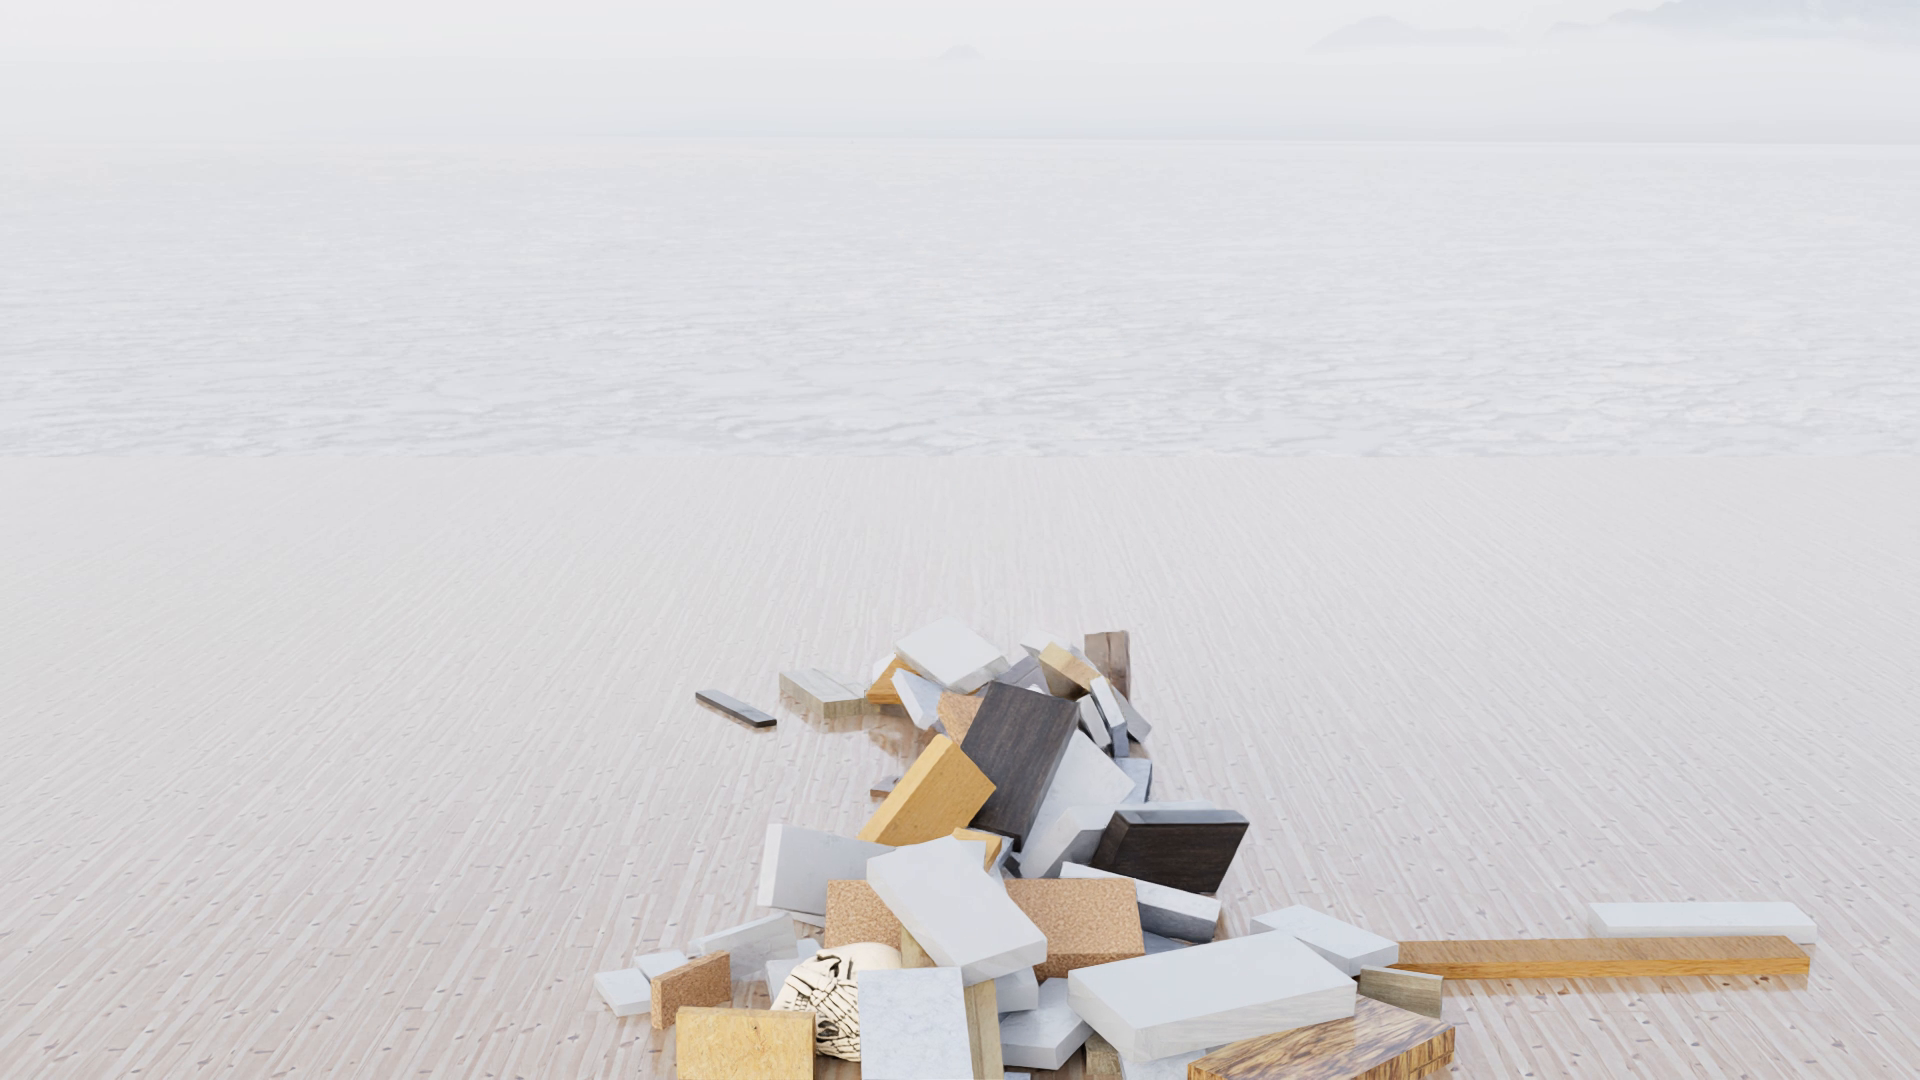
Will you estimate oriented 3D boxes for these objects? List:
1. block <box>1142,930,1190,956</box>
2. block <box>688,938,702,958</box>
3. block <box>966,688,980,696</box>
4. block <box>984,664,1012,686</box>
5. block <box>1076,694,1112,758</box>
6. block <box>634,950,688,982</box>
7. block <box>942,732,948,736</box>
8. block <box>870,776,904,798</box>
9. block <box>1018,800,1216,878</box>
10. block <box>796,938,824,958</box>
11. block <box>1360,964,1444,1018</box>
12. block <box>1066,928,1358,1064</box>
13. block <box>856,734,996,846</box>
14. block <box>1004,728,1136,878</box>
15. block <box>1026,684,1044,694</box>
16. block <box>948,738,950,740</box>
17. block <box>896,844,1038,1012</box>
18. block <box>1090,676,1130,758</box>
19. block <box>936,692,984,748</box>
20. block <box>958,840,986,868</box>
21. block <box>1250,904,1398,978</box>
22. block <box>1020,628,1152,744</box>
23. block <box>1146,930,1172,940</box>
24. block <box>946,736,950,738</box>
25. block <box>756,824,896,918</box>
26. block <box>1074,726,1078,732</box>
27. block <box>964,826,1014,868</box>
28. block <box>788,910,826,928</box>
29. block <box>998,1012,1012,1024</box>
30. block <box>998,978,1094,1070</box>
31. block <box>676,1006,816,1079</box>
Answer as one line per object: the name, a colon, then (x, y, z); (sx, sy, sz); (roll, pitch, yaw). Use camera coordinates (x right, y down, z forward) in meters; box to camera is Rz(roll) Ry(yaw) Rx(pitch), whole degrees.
block: (0.262, 0.632, 3.354); (0.115, 0.033, 0.230); (-10, 14, -42)
block: (-0.351, 0.627, 3.421); (0.130, 0.018, 0.065); (-10, 14, -43)
block: (-0.014, 0.316, 4.888); (0.110, 0.031, 0.220); (0, 11, -2)
block: (0.071, 0.291, 4.901); (0.130, 0.037, 0.261); (18, 11, -37)
block: (0.262, 0.374, 4.334); (0.029, 0.103, 0.206); (-24, -14, -4)
block: (-0.433, 0.651, 3.285); (0.071, 0.020, 0.142); (-5, 11, -23)
block: (0.064, 0.412, 4.269); (0.146, 0.041, 0.292); (42, 22, 14)
block: (-0.133, 0.476, 4.243); (0.049, 0.014, 0.097); (4, 11, 20)
block: (0.266, 0.499, 3.610); (0.320, 0.160, 0.045); (3, 45, -39)
block: (-0.235, 0.641, 3.346); (0.065, 0.018, 0.130); (-4, 11, -20)
block: (0.637, 0.652, 3.177); (0.116, 0.058, 0.016); (4, 11, 22)
block: (0.346, 0.624, 3.025); (0.355, 0.050, 0.178); (-5, 18, -26)
block: (-0.073, 0.463, 3.530); (0.040, 0.280, 0.140); (24, -20, 48)
block: (0.164, 0.459, 3.740); (0.282, 0.141, 0.040); (-41, -8, -37)
block: (0.177, 0.363, 4.288); (0.041, 0.146, 0.293); (-33, 1, -2)
block: (0.013, 0.458, 3.953); (0.113, 0.032, 0.226); (16, 37, -2)
block: (0.006, 0.552, 3.158); (0.141, 0.040, 0.352); (-5, 28, -10)
block: (0.291, 0.350, 4.265); (0.029, 0.103, 0.206); (-23, -25, -4)
block: (0.059, 0.355, 3.917); (0.141, 0.040, 0.282); (10, 17, -17)
block: (-0.004, 0.485, 3.176); (0.073, 0.021, 0.146); (3, 28, 4)
block: (0.552, 0.608, 3.345); (0.105, 0.030, 0.211); (-7, 13, -35)
block: (0.262, 0.302, 4.559); (0.042, 0.295, 0.148); (-51, 31, -14)
block: (0.245, 0.597, 3.548); (0.232, 0.030, 0.107); (4, 11, 23)
block: (0.035, 0.416, 4.082); (0.146, 0.041, 0.292); (19, 36, 4)
block: (-0.197, 0.515, 3.368); (0.245, 0.122, 0.035); (19, -18, -41)
block: (0.244, 0.413, 4.408); (0.022, 0.076, 0.152); (-28, 13, -3)
block: (0.023, 0.513, 3.524); (0.082, 0.023, 0.165); (13, 22, 14)
block: (-0.179, 0.561, 3.593); (0.107, 0.030, 0.214); (10, 28, 34)
block: (0.056, 0.677, 3.036); (0.017, 0.059, 0.117); (-14, 3, 30)
block: (0.128, 0.664, 3.032); (0.109, 0.031, 0.219); (-2, 12, 28)
block: (-0.286, 0.677, 2.947); (0.184, 0.092, 0.026); (1, 11, 6)
